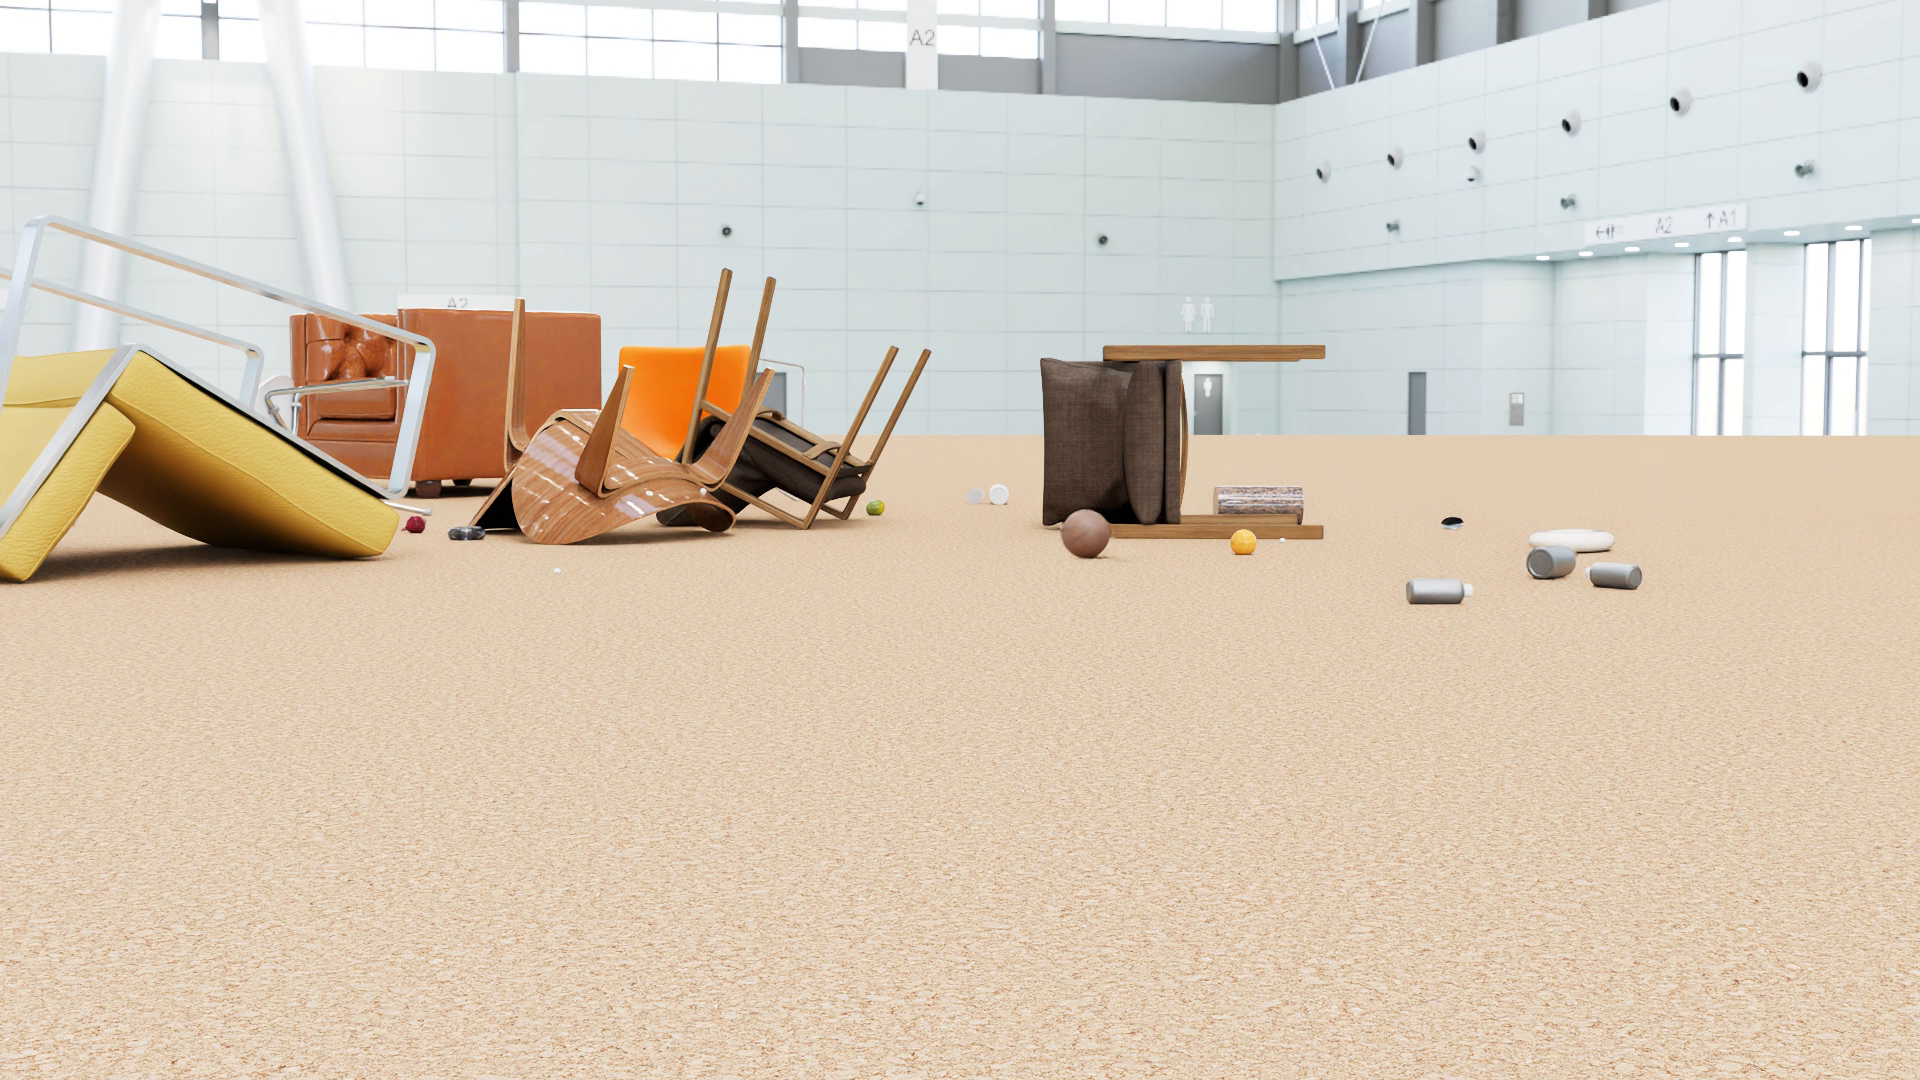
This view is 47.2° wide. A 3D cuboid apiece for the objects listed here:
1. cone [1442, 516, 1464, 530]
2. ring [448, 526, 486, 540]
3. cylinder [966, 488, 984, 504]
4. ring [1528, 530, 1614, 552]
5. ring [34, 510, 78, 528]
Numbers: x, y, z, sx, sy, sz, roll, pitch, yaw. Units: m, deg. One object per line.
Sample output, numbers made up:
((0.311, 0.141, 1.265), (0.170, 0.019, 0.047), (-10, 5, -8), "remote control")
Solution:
((1.578, -0.047, 7.089), (0.073, 0.040, 0.091), (-1, -9, 0), "cone")
((-1.472, -0.020, 6.562), (0.110, 0.038, 0.113), (3, 6, 45), "ring")
((0.060, -0.172, 8.636), (0.065, 0.057, 0.067), (-12, 2, 7), "cylinder")
((1.700, 0.002, 6.113), (0.211, 0.056, 0.298), (3, 4, 43), "ring")
((-2.953, -0.068, 7.187), (0.133, 0.050, 0.150), (-1, 5, 0), "ring")
